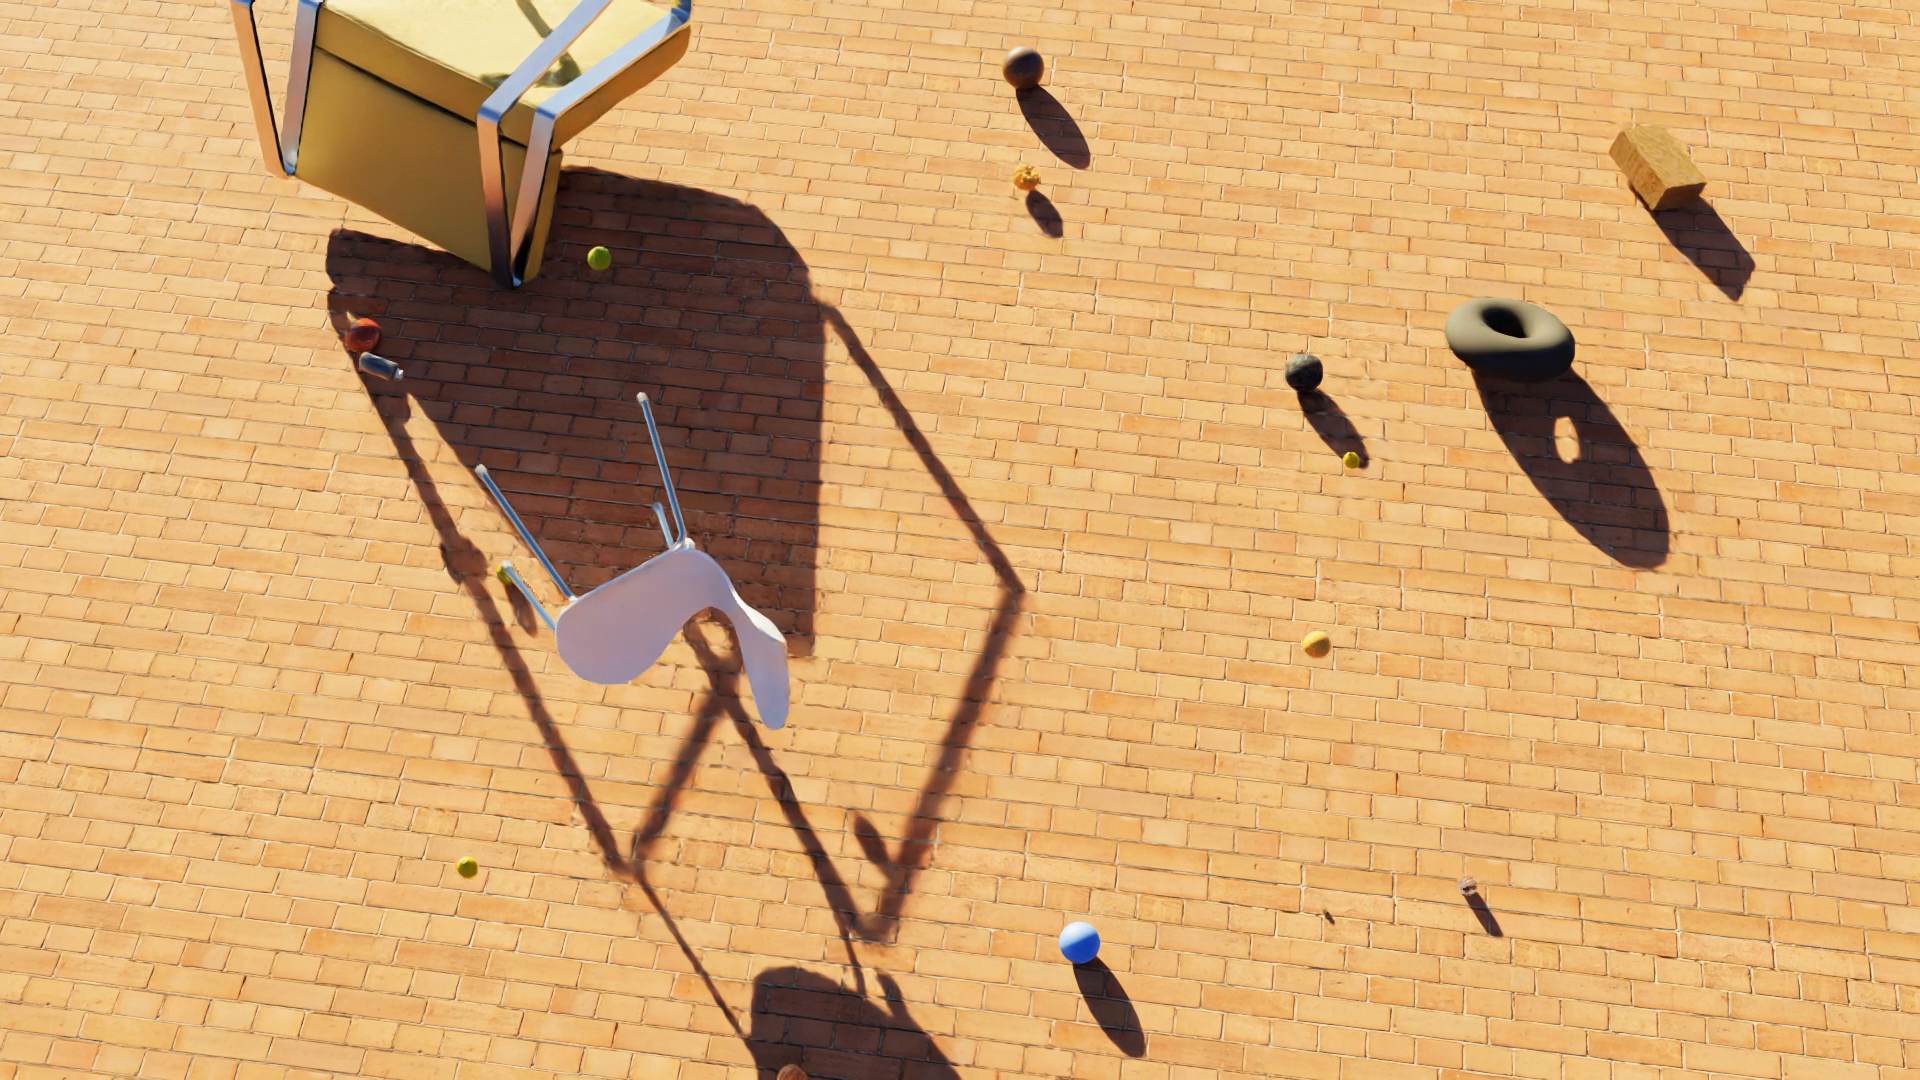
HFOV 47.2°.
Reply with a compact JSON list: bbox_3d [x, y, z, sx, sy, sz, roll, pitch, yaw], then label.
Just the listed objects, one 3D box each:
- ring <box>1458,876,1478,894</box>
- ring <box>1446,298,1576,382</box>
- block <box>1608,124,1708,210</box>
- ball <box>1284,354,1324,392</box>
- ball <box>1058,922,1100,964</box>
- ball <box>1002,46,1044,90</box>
[{"bbox_3d":[1.367,0.929,5.920,0.039,0.055,0.049,-18,86,-3],"label":"ring"},{"bbox_3d":[1.715,-0.626,6.856,0.391,0.132,0.431,-6,33,-17],"label":"ring"},{"bbox_3d":[2.322,-1.242,7.322,0.175,0.104,0.284,-11,56,-23],"label":"block"},{"bbox_3d":[1.072,-0.522,6.852,0.120,0.120,0.120,0,56,0],"label":"ball"},{"bbox_3d":[0.315,1.062,5.796,0.109,0.109,0.109,0,56,0],"label":"ball"},{"bbox_3d":[0.218,-1.627,7.577,0.149,0.149,0.149,0,56,0],"label":"ball"}]
